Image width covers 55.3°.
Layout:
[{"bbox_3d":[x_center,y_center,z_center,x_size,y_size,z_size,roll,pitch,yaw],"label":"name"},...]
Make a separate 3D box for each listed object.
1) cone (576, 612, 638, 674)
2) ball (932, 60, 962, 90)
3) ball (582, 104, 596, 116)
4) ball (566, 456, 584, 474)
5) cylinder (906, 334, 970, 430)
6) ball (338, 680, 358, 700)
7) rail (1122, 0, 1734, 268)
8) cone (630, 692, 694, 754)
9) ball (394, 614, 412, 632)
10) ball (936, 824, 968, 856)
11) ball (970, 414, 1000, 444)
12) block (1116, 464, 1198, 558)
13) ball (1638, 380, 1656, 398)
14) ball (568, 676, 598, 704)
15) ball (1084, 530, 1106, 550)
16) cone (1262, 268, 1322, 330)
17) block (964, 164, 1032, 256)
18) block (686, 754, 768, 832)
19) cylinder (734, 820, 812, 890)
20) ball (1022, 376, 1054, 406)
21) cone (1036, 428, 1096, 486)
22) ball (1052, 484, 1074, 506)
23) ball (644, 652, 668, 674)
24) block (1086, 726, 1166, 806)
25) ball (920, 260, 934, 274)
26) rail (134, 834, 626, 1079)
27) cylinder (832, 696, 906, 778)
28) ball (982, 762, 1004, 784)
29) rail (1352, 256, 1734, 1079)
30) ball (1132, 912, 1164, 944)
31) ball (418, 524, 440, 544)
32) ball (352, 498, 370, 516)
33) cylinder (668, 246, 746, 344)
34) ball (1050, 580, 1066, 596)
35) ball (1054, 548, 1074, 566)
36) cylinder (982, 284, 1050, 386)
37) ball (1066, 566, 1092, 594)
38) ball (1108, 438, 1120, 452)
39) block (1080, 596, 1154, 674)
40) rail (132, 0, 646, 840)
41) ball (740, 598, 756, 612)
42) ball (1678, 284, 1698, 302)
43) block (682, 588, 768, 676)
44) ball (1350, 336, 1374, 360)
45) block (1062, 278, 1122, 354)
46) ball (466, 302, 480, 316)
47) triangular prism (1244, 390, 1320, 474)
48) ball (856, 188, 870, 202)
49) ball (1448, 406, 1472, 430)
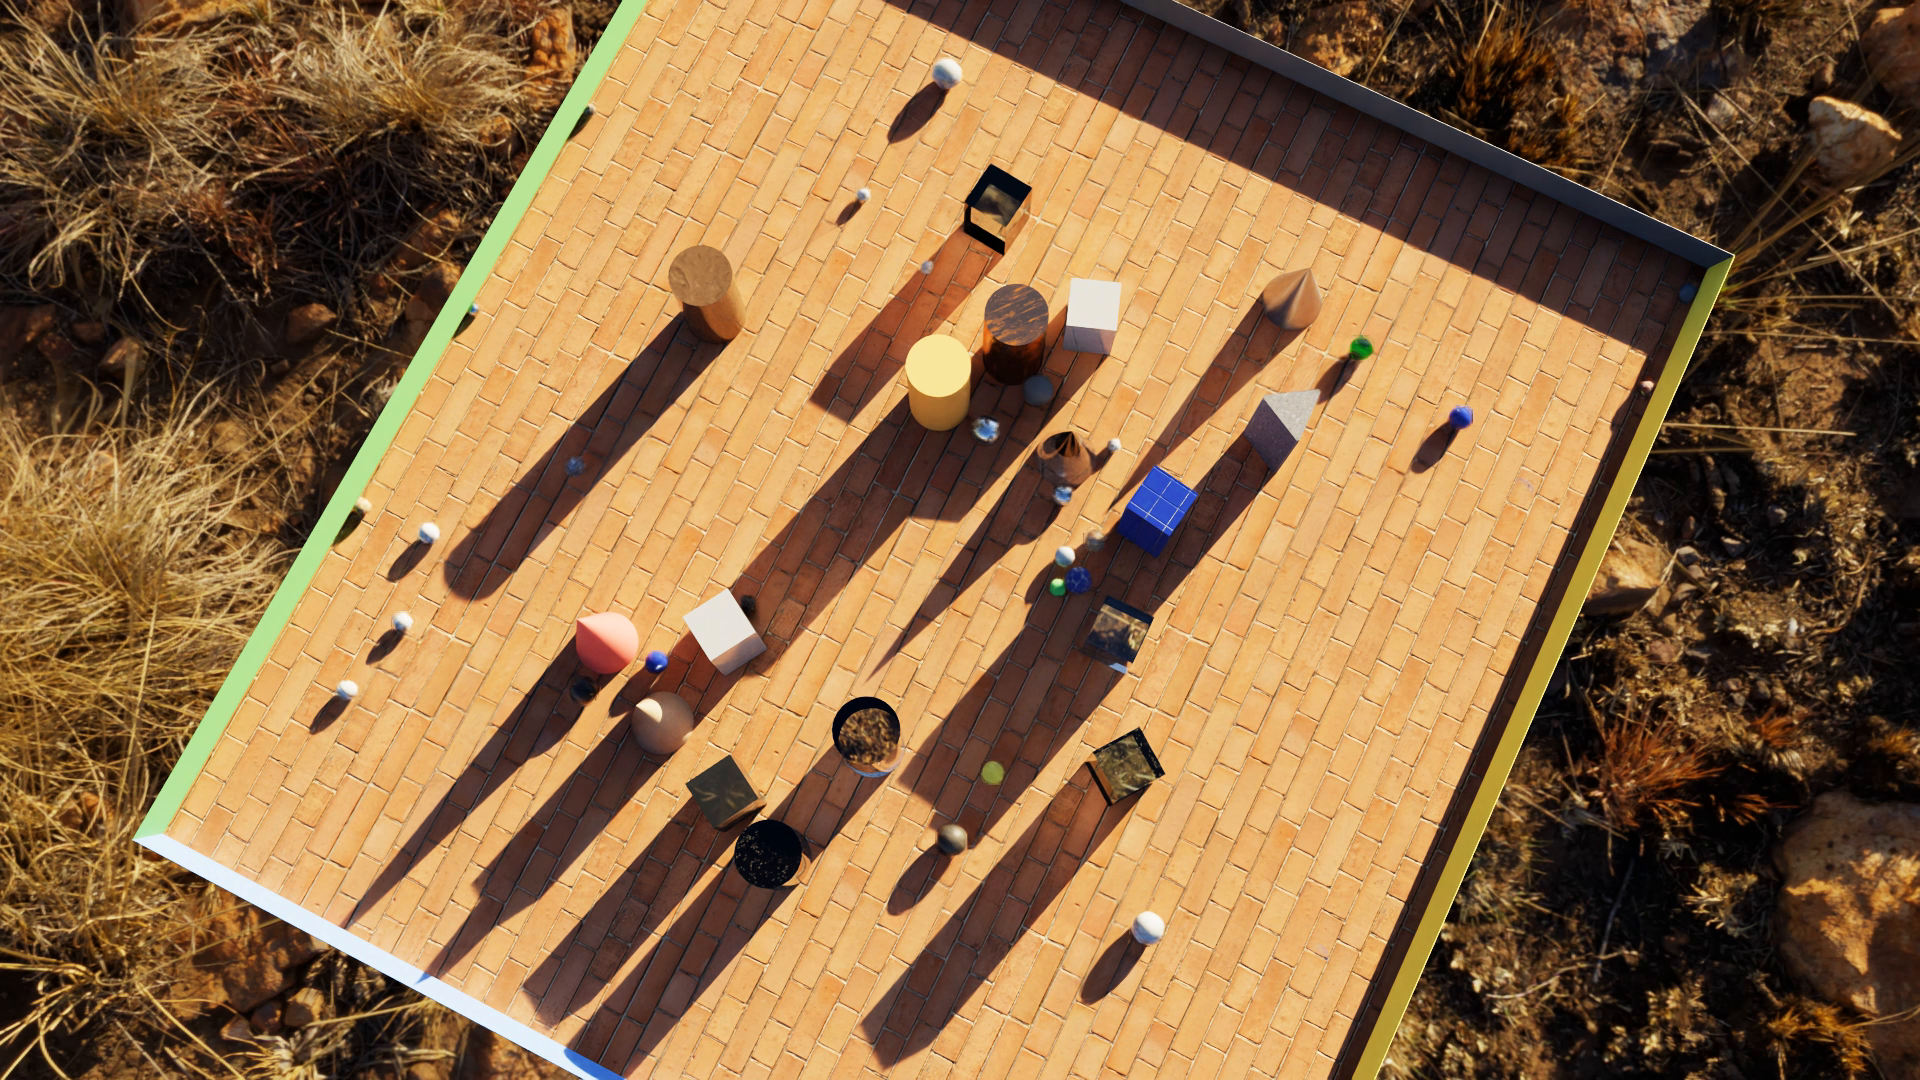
[{"bbox_3d":[-1.069,0.266,5.333,0.189,0.446,0.189,0,78,0],"label":"cone"},{"bbox_3d":[-0.041,-1.494,5.878,0.094,0.094,0.094,0,78,0],"label":"ball"},{"bbox_3d":[-1.189,-1.380,5.880,0.042,0.042,0.042,0,78,0],"label":"ball"},{"bbox_3d":[-1.181,-0.229,5.636,0.054,0.054,0.054,0,78,0],"label":"ball"},{"bbox_3d":[-0.063,-0.470,5.520,0.189,0.378,0.189,0,78,0],"label":"cylinder"},{"bbox_3d":[-1.837,0.449,5.494,0.058,0.058,0.058,0,78,0],"label":"ball"},{"bbox_3d":[0.827,-1.613,5.886,3.495,0.123,0.045,26,80,5],"label":"rail"},{"bbox_3d":[-0.894,0.503,5.279,0.189,0.457,0.189,0,78,0],"label":"cone"},{"bbox_3d":[-1.683,0.248,5.537,0.055,0.055,0.055,0,78,0],"label":"ball"},{"bbox_3d":[-0.022,0.883,5.386,0.094,0.094,0.094,0,78,0],"label":"ball"},{"bbox_3d":[0.078,-0.340,5.640,0.091,0.091,0.091,0,78,0],"label":"ball"},{"bbox_3d":[0.584,-0.081,5.460,0.151,0.340,0.151,35,80,7],"label":"block"},{"bbox_3d":[2.134,-0.467,5.684,0.056,0.056,0.056,0,78,0],"label":"ball"},{"bbox_3d":[-1.126,0.450,5.480,0.086,0.086,0.086,0,78,0],"label":"ball"},{"bbox_3d":[0.411,0.001,5.584,0.063,0.063,0.063,0,78,0],"label":"ball"},{"bbox_3d":[1.046,-0.783,5.620,0.189,0.310,0.189,0,78,0],"label":"cone"},{"bbox_3d":[0.117,-1.026,5.702,0.151,0.247,0.151,32,80,6],"label":"block"},{"bbox_3d":[-0.677,0.739,5.334,0.151,0.254,0.151,-33,80,-7],"label":"block"},{"bbox_3d":[-0.533,0.906,5.255,0.189,0.341,0.189,0,78,0],"label":"cylinder"},{"bbox_3d":[0.242,-0.460,5.663,0.095,0.095,0.095,0,78,0],"label":"ball"},{"bbox_3d":[0.327,-0.287,5.514,0.189,0.317,0.189,0,78,0],"label":"cone"},{"bbox_3d":[0.314,-0.138,5.612,0.066,0.066,0.066,0,78,0],"label":"ball"},{"bbox_3d":[-0.914,0.369,5.505,0.069,0.069,0.069,0,78,0],"label":"ball"},{"bbox_3d":[0.474,0.660,5.307,0.151,0.338,0.151,-28,80,-5],"label":"block"},{"bbox_3d":[-0.103,-0.861,5.773,0.042,0.042,0.042,0,78,0],"label":"ball"},{"bbox_3d":[-0.827,1.626,5.216,3.495,0.123,0.045,26,80,5],"label":"rail"},{"bbox_3d":[-0.258,0.570,5.269,0.189,0.450,0.189,0,78,0],"label":"cylinder"},{"bbox_3d":[0.099,0.690,5.439,0.067,0.067,0.067,0,78,0],"label":"ball"},{"bbox_3d":[1.542,0.761,5.395,0.045,0.123,3.746,26,80,5],"label":"rail"},{"bbox_3d":[0.547,1.130,5.335,0.094,0.094,0.094,0,78,0],"label":"ball"},{"bbox_3d":[-1.619,-0.020,5.588,0.064,0.064,0.064,0,78,0],"label":"ball"},{"bbox_3d":[-1.832,-0.102,5.610,0.054,0.054,0.054,0,78,0],"label":"ball"},{"bbox_3d":[-0.766,-0.743,5.584,0.189,0.364,0.189,0,78,0],"label":"cylinder"},{"bbox_3d":[0.298,0.145,5.560,0.052,0.052,0.052,0,78,0],"label":"ball"},{"bbox_3d":[0.319,0.052,5.575,0.060,0.060,0.060,0,78,0],"label":"ball"},{"bbox_3d":[0.165,-0.616,5.536,0.189,0.408,0.189,0,78,0],"label":"cylinder"},{"bbox_3d":[0.361,0.123,5.549,0.083,0.083,0.083,0,78,0],"label":"ball"},{"bbox_3d":[0.476,-0.294,5.657,0.040,0.040,0.040,0,78,0],"label":"ball"},{"bbox_3d":[0.465,0.283,5.439,0.151,0.233,0.151,25,79,5],"label":"block"},{"bbox_3d":[-1.542,-0.748,5.707,0.045,0.123,3.746,26,80,5],"label":"rail"},{"bbox_3d":[-0.643,0.196,5.553,0.045,0.045,0.045,0,78,0],"label":"ball"},{"bbox_3d":[2.281,-0.774,5.746,0.060,0.060,0.060,0,78,0],"label":"ball"},{"bbox_3d":[-0.688,0.275,5.391,0.151,0.330,0.151,-33,80,-6],"label":"block"},{"bbox_3d":[1.248,-0.595,5.702,0.074,0.074,0.074,0,78,0],"label":"ball"},{"bbox_3d":[0.403,-0.686,5.636,0.151,0.240,0.151,6,78,1],"label":"block"},{"bbox_3d":[-1.525,-0.725,5.744,0.044,0.044,0.044,0,78,0],"label":"ball"},{"bbox_3d":[0.983,-0.351,5.487,0.142,0.396,0.164,-35,80,-7],"label":"triangular prism"},{"bbox_3d":[-0.309,-1.096,5.822,0.042,0.042,0.042,0,78,0],"label":"ball"},{"bbox_3d":[1.544,-0.376,5.657,0.072,0.072,0.072,0,78,0],"label":"ball"}]
